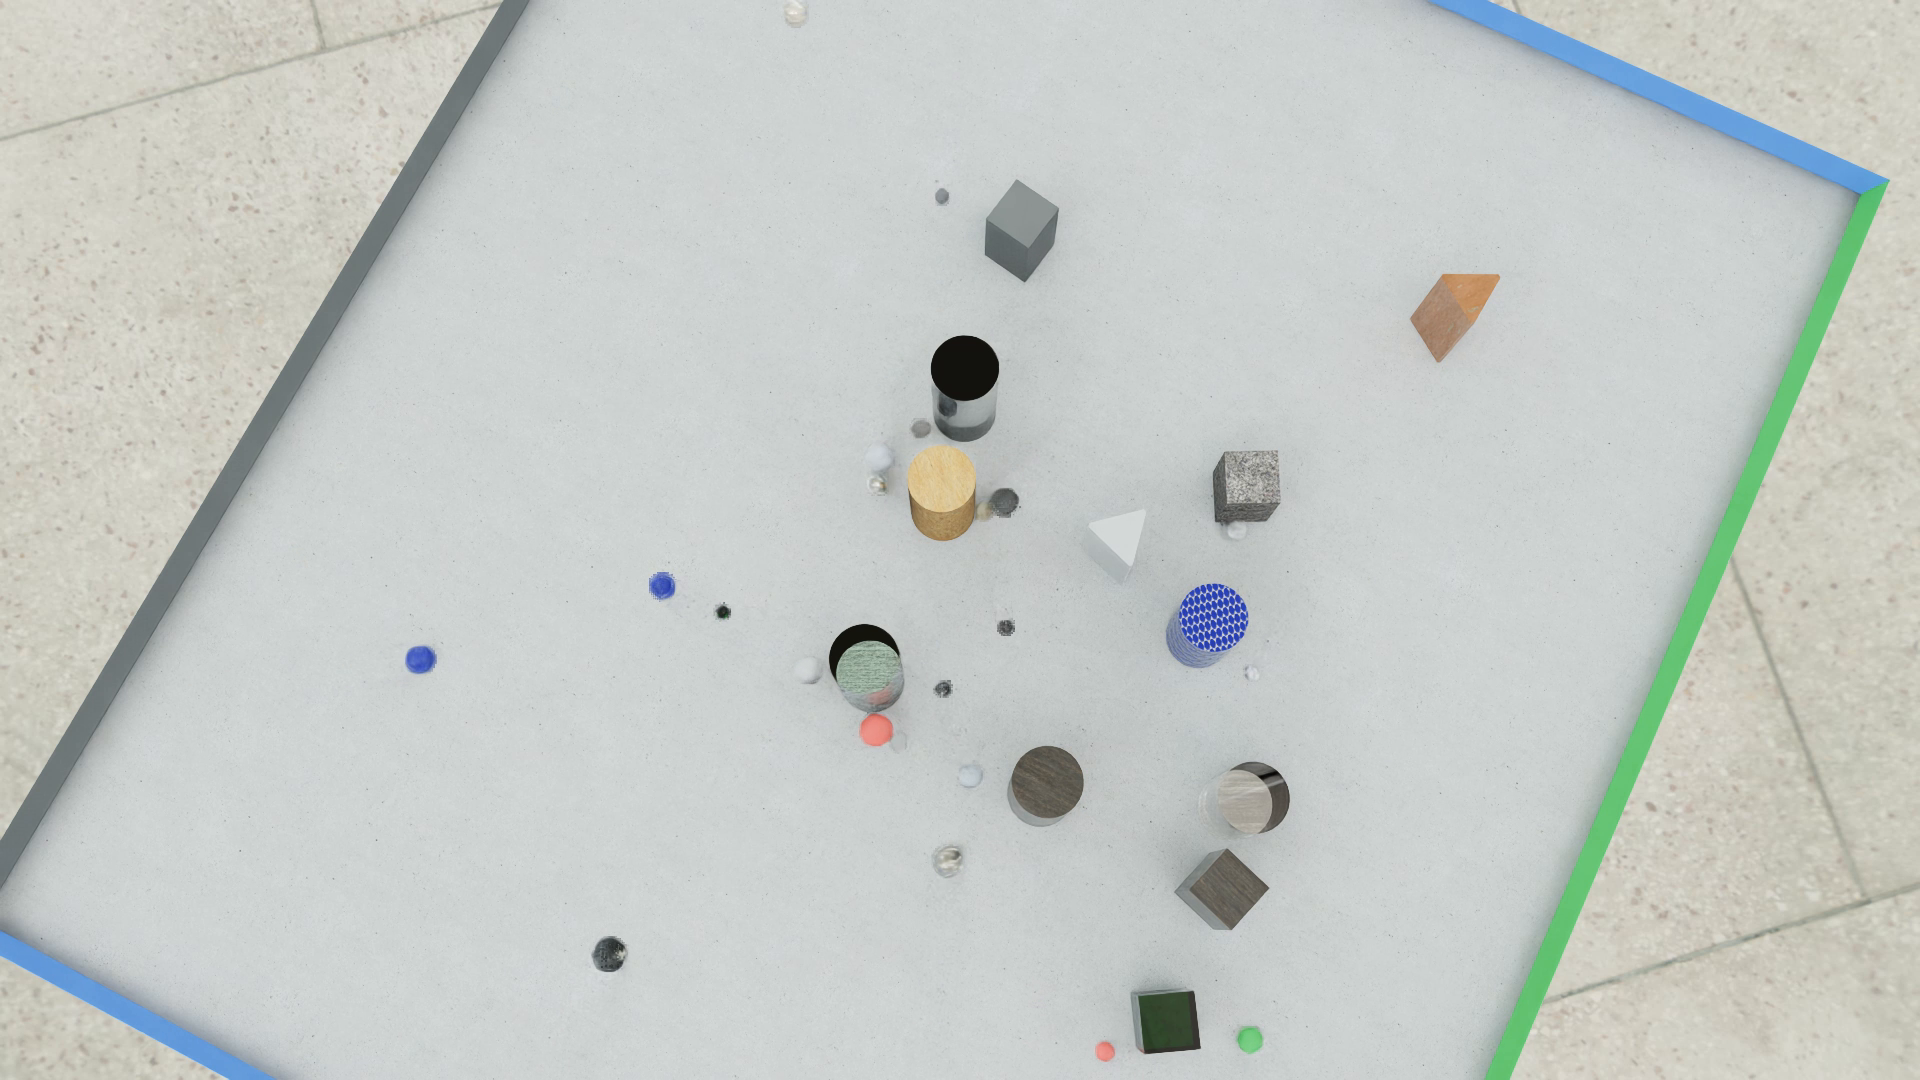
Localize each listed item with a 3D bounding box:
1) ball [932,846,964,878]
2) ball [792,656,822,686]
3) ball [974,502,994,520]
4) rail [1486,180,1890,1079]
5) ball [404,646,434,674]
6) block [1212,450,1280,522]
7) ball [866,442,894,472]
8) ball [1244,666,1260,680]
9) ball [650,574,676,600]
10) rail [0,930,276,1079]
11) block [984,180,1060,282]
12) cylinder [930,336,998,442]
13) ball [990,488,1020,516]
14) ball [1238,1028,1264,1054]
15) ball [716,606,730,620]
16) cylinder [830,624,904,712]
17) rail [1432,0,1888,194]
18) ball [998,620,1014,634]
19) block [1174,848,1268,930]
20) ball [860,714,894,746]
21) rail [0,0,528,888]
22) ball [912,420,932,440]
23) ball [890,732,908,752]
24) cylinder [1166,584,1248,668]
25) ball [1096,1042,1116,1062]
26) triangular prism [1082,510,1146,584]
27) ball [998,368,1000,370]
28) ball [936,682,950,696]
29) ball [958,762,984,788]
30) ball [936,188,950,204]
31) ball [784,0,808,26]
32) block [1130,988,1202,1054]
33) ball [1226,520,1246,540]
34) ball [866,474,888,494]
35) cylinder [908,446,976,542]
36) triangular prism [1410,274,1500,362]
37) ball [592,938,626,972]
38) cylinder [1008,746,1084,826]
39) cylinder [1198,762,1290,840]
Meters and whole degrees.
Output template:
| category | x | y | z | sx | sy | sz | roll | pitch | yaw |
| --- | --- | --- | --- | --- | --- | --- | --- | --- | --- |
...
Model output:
| category | x | y | z | sx | sy | sz | roll | pitch | yaw |
| --- | --- | --- | --- | --- | --- | --- | --- | --- | --- |
| ball | -0.034 | 0.945 | 5.375 | 0.090 | 0.090 | 0.090 | 0 | 78 | 0 |
| ball | -0.457 | 0.391 | 5.491 | 0.088 | 0.088 | 0.088 | 0 | 78 | 0 |
| ball | 0.073 | -0.090 | 5.607 | 0.056 | 0.056 | 0.056 | 0 | 78 | 0 |
| rail | 1.845 | 0.910 | 5.362 | 0.045 | 0.128 | 4.639 | 26 | 80 | 5 |
| ball | -1.622 | 0.359 | 5.498 | 0.087 | 0.087 | 0.087 | 0 | 78 | 0 |
| block | 0.860 | -0.159 | 5.516 | 0.158 | 0.262 | 0.158 | -1 | 78 | 0 |
| ball | -0.247 | -0.255 | 5.625 | 0.087 | 0.087 | 0.087 | 0 | 78 | 0 |
| ball | 0.879 | 0.400 | 5.510 | 0.046 | 0.046 | 0.046 | 0 | 78 | 0 |
| ball | -0.899 | 0.142 | 5.548 | 0.076 | 0.076 | 0.076 | 0 | 78 | 0 |
| rail | -1.027 | 2.018 | 5.132 | 4.173 | 0.128 | 0.045 | 26 | 80 | 5 |
| block | 0.188 | -0.951 | 5.658 | 0.158 | 0.305 | 0.158 | 36 | 81 | 7 |
| cylinder | 0.014 | -0.446 | 5.475 | 0.197 | 0.459 | 0.197 | 0 | 78 | 0 |
| ball | 0.137 | -0.117 | 5.589 | 0.088 | 0.088 | 0.088 | 0 | 78 | 0 |
| ball | 0.837 | 1.442 | 5.281 | 0.073 | 0.073 | 0.073 | 0 | 78 | 0 |
| ball | -0.718 | 0.219 | 5.549 | 0.043 | 0.043 | 0.043 | 0 | 78 | 0 |
| cylinder | -0.265 | 0.376 | 5.304 | 0.197 | 0.460 | 0.197 | 0 | 78 | 0 |
| rail | 1.027 | -2.004 | 5.965 | 4.173 | 0.128 | 0.045 | 26 | 80 | 5 |
| ball | 0.139 | 0.262 | 5.540 | 0.044 | 0.044 | 0.044 | 0 | 78 | 0 |
| block | 0.741 | 0.998 | 5.223 | 0.158 | 0.366 | 0.158 | 43 | 81 | 8 |
| ball | -0.247 | 0.564 | 5.450 | 0.097 | 0.097 | 0.097 | 0 | 78 | 0 |
| rail | -1.845 | -0.897 | 5.736 | 0.045 | 0.128 | 4.639 | 26 | 80 | 5 |
| ball | -0.119 | -0.341 | 5.656 | 0.061 | 0.061 | 0.061 | 0 | 78 | 0 |
| ball | -0.183 | 0.603 | 5.463 | 0.055 | 0.055 | 0.055 | 0 | 78 | 0 |
| cylinder | 0.722 | 0.256 | 5.383 | 0.197 | 0.353 | 0.197 | 0 | 78 | 0 |
| ball | 0.420 | 1.476 | 5.284 | 0.054 | 0.054 | 0.054 | 0 | 78 | 0 |
| triangular prism | 0.485 | -0.004 | 5.458 | 0.148 | 0.312 | 0.171 | -44 | 82 | -8 |
| ball | 0.079 | -0.531 | 5.676 | 0.083 | 0.083 | 0.083 | 0 | 78 | 0 |
| ball | -0.051 | 0.447 | 5.500 | 0.046 | 0.046 | 0.046 | 0 | 78 | 0 |
| ball | 0.032 | 0.699 | 5.434 | 0.075 | 0.075 | 0.075 | 0 | 78 | 0 |
| ball | -0.056 | -1.092 | 5.819 | 0.047 | 0.047 | 0.047 | 0 | 78 | 0 |
| ball | -0.531 | -1.705 | 5.929 | 0.079 | 0.079 | 0.079 | 0 | 78 | 0 |
| block | 0.582 | 1.364 | 5.208 | 0.158 | 0.248 | 0.158 | -5 | 78 | -1 |
| ball | 0.844 | -0.031 | 5.593 | 0.059 | 0.059 | 0.059 | 0 | 78 | 0 |
| ball | -0.253 | -0.172 | 5.619 | 0.065 | 0.065 | 0.065 | 0 | 78 | 0 |
| cylinder | -0.052 | -0.134 | 5.436 | 0.197 | 0.408 | 0.197 | 0 | 78 | 0 |
| triangular prism | 1.478 | -0.702 | 5.564 | 0.148 | 0.388 | 0.171 | 30 | 80 | 6 |
| ball | -1.018 | 1.205 | 5.317 | 0.099 | 0.099 | 0.099 | 0 | 78 | 0 |
| cylinder | 0.239 | 0.707 | 5.228 | 0.197 | 0.475 | 0.197 | 0 | 78 | 0 |
| cylinder | 0.806 | 0.750 | 5.238 | 0.197 | 0.438 | 0.197 | 0 | 78 | 0 |
